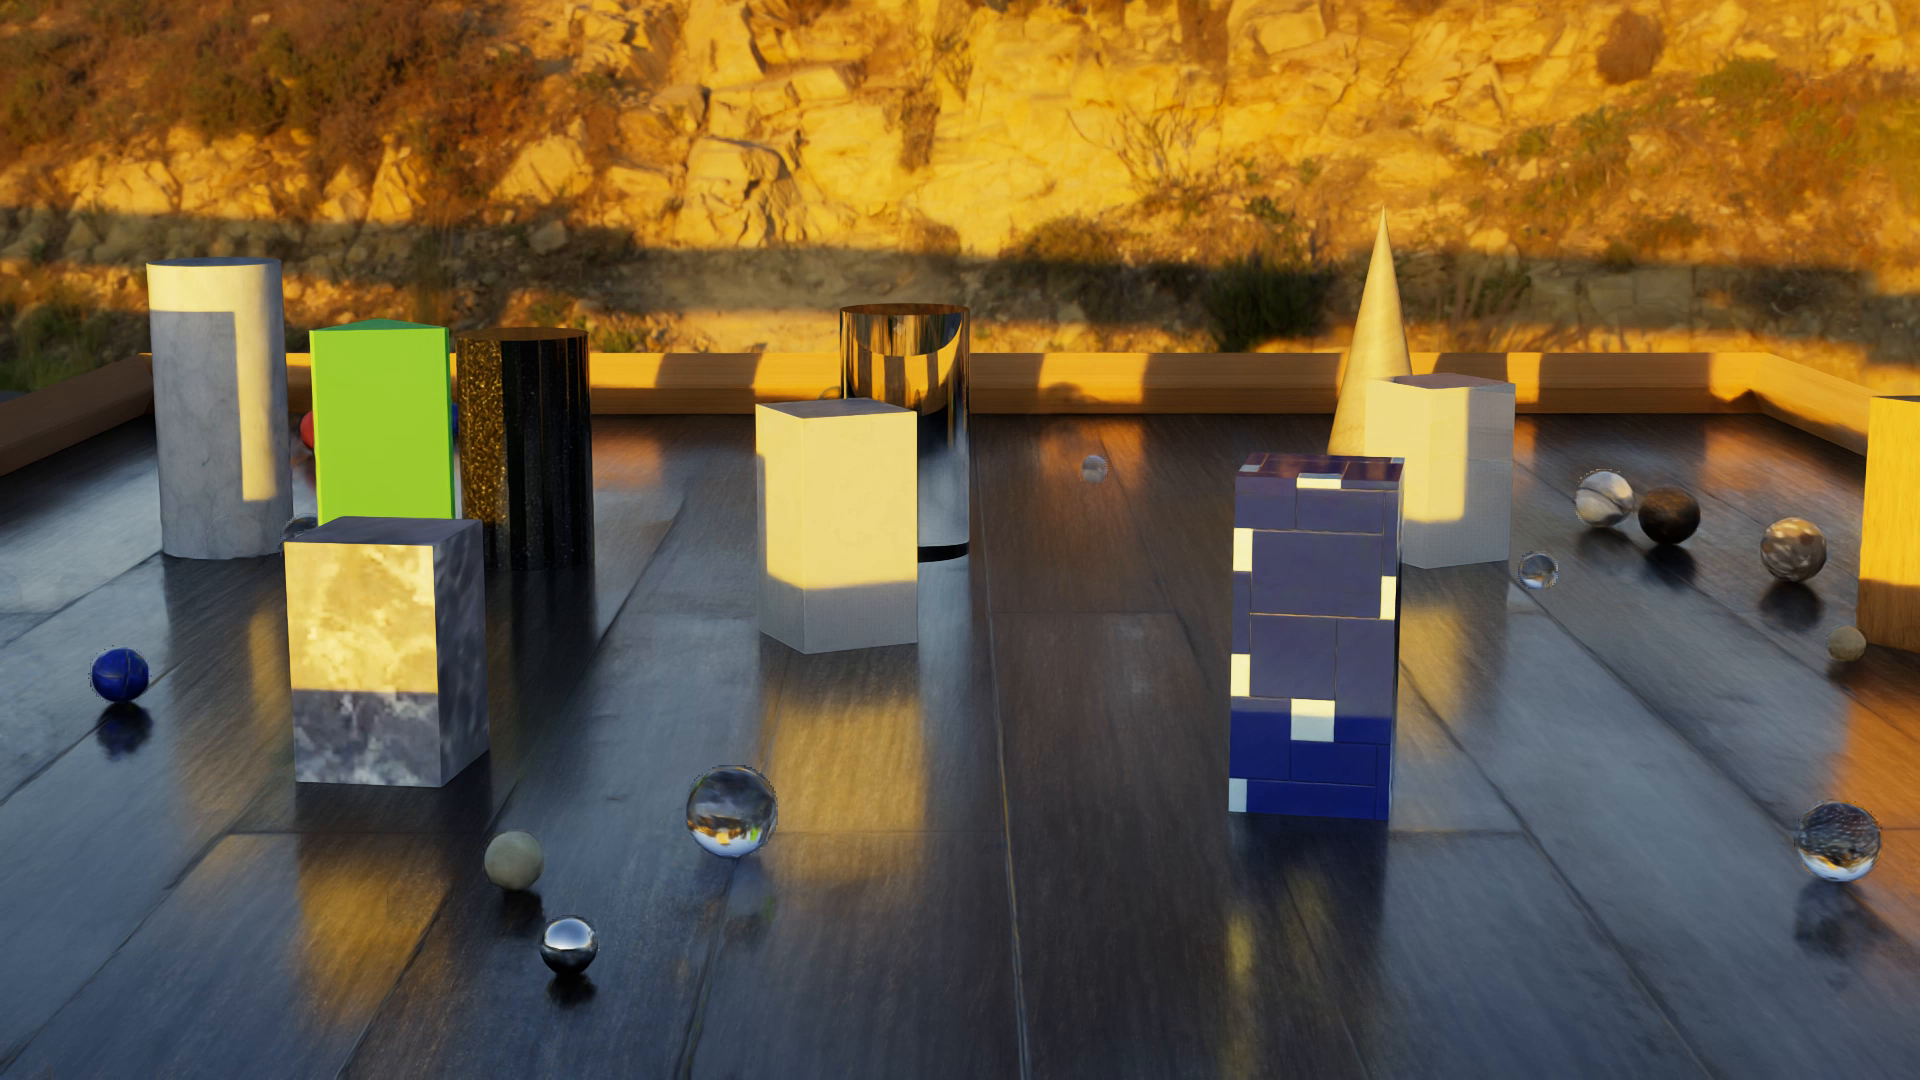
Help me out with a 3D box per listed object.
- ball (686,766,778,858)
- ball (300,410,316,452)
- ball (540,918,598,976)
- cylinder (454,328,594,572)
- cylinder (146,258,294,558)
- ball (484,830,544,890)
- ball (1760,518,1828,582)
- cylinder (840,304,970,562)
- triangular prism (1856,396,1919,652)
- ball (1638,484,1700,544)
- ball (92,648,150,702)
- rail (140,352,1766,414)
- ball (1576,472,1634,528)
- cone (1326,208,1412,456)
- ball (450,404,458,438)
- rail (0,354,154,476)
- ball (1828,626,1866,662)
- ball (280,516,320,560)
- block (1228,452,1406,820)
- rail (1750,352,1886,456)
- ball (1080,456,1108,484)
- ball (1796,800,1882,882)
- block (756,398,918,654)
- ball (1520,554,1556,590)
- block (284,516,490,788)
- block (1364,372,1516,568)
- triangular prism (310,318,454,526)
[{"bbox_3d":[-0.212,0.253,2.382,0.085,0.085,0.085,0,11,0],"label":"ball"},{"bbox_3d":[-1.208,-0.208,4.862,0.086,0.086,0.086,0,11,0],"label":"ball"},{"bbox_3d":[-0.317,0.329,2.077,0.046,0.046,0.046,0,11,0],"label":"ball"},{"bbox_3d":[-0.643,-0.138,3.797,0.194,0.336,0.194,0,11,0],"label":"cylinder"},{"bbox_3d":[-1.116,-0.203,3.879,0.194,0.434,0.194,0,11,0],"label":"cylinder"},{"bbox_3d":[-0.397,0.286,2.289,0.053,0.053,0.053,0,11,0],"label":"ball"},{"bbox_3d":[1.185,0.014,3.647,0.092,0.092,0.092,0,11,0],"label":"ball"},{"bbox_3d":[-0.082,-0.164,3.854,0.194,0.366,0.194,0,11,0],"label":"cylinder"},{"bbox_3d":[1.256,-0.022,3.238,0.146,0.313,0.168,-7,13,-35],"label":"triangular prism"},{"bbox_3d":[1.087,-0.039,3.933,0.092,0.092,0.092,0,11,0],"label":"ball"},{"bbox_3d":[-0.969,0.156,2.961,0.064,0.064,0.064,0,11,0],"label":"ball"},{"bbox_3d":[-0.011,-0.326,5.380,3.422,0.126,0.045,0,11,0],"label":"rail"},{"bbox_3d":[1.023,-0.064,4.074,0.090,0.090,0.090,0,11,0],"label":"ball"},{"bbox_3d":[0.740,-0.348,4.524,0.194,0.485,0.194,0,11,0],"label":"cone"},{"bbox_3d":[-0.993,-0.236,5.063,0.068,0.068,0.068,0,11,0],"label":"ball"},{"bbox_3d":[-1.687,0.034,3.439,0.045,0.126,3.975,0,11,0],"label":"rail"},{"bbox_3d":[1.093,0.128,3.162,0.044,0.044,0.044,0,11,0],"label":"ball"},{"bbox_3d":[-0.938,0.006,3.710,0.085,0.085,0.085,0,11,0],"label":"ball"},{"bbox_3d":[0.358,0.092,2.562,0.156,0.335,0.156,2,11,12],"label":"block"},{"bbox_3d":[1.687,0.031,3.459,0.045,0.126,3.975,0,11,0],"label":"rail"},{"bbox_3d":[0.235,-0.124,4.505,0.050,0.050,0.050,0,11,0],"label":"ball"},{"bbox_3d":[0.792,0.272,2.312,0.073,0.073,0.073,0,11,0],"label":"ball"},{"bbox_3d":[-0.158,-0.022,3.280,0.156,0.297,0.156,-5,12,-25],"label":"block"},{"bbox_3d":[0.812,0.044,3.601,0.051,0.051,0.051,0,11,0],"label":"ball"},{"bbox_3d":[-0.595,0.113,2.680,0.156,0.250,0.156,1,11,8],"label":"block"},{"bbox_3d":[0.712,-0.106,3.827,0.156,0.264,0.156,-5,12,-27],"label":"block"},{"bbox_3d":[-0.750,-0.085,3.348,0.168,0.395,0.146,-2,11,-12],"label":"triangular prism"}]
